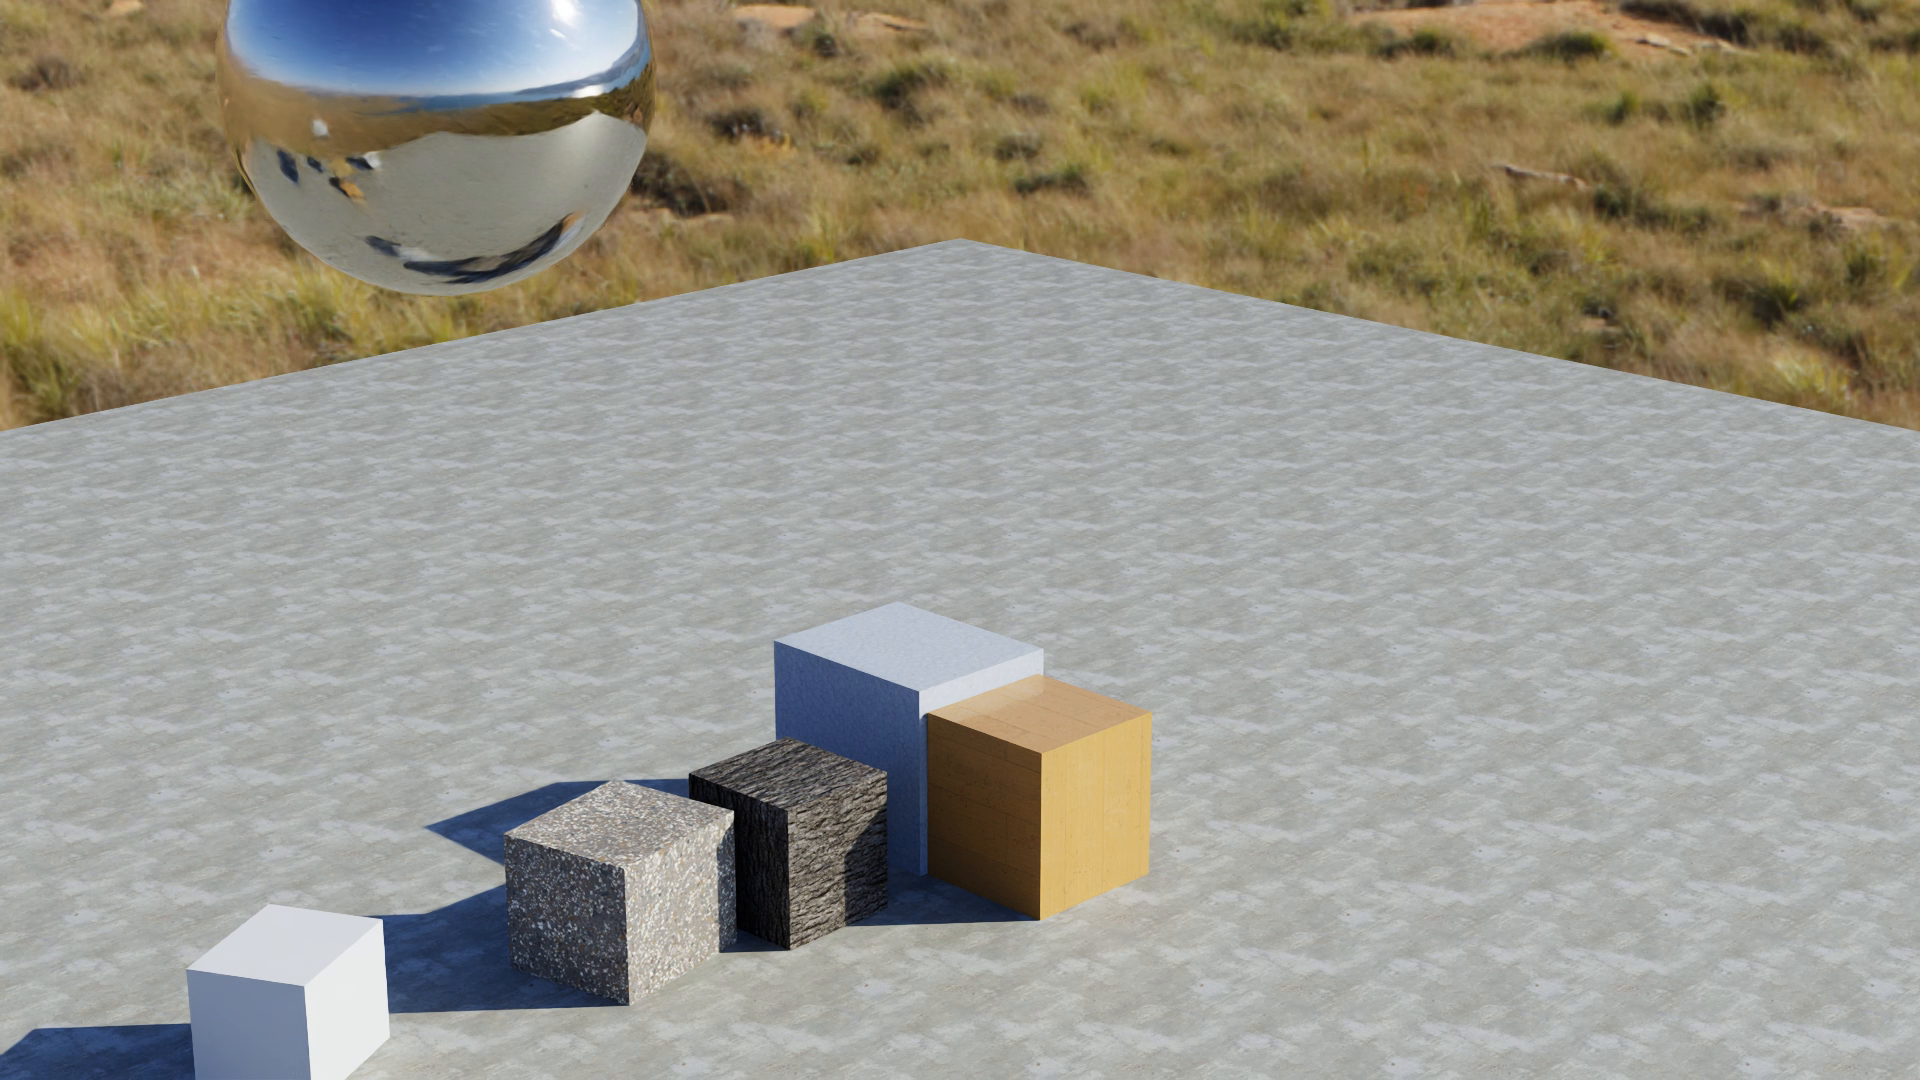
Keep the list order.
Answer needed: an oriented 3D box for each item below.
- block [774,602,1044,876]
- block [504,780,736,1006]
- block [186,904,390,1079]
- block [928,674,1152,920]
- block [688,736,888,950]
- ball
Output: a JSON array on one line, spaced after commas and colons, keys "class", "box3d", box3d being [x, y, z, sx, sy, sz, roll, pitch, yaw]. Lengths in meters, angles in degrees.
[{"class": "block", "box3d": [-0.244, 0.921, 13.909, 0.810, 0.902, 0.984, -17, 24, -42]}, {"class": "block", "box3d": [-1.447, 1.495, 12.555, 0.658, 0.619, 0.732, 11, 21, 32]}, {"class": "block", "box3d": [-2.654, 1.839, 11.622, 0.512, 0.523, 0.628, 5, 18, 16]}, {"class": "block", "box3d": [0.360, 1.155, 13.345, 0.723, 0.794, 0.710, -17, 24, -42]}, {"class": "block", "box3d": [-0.759, 1.335, 13.006, 0.631, 0.653, 0.602, 16, 23, 41]}, {"class": "ball", "box3d": [-1.920, -1.701, 10.794, 1.600, 1.600, 1.600, 0, 17, 0]}]
